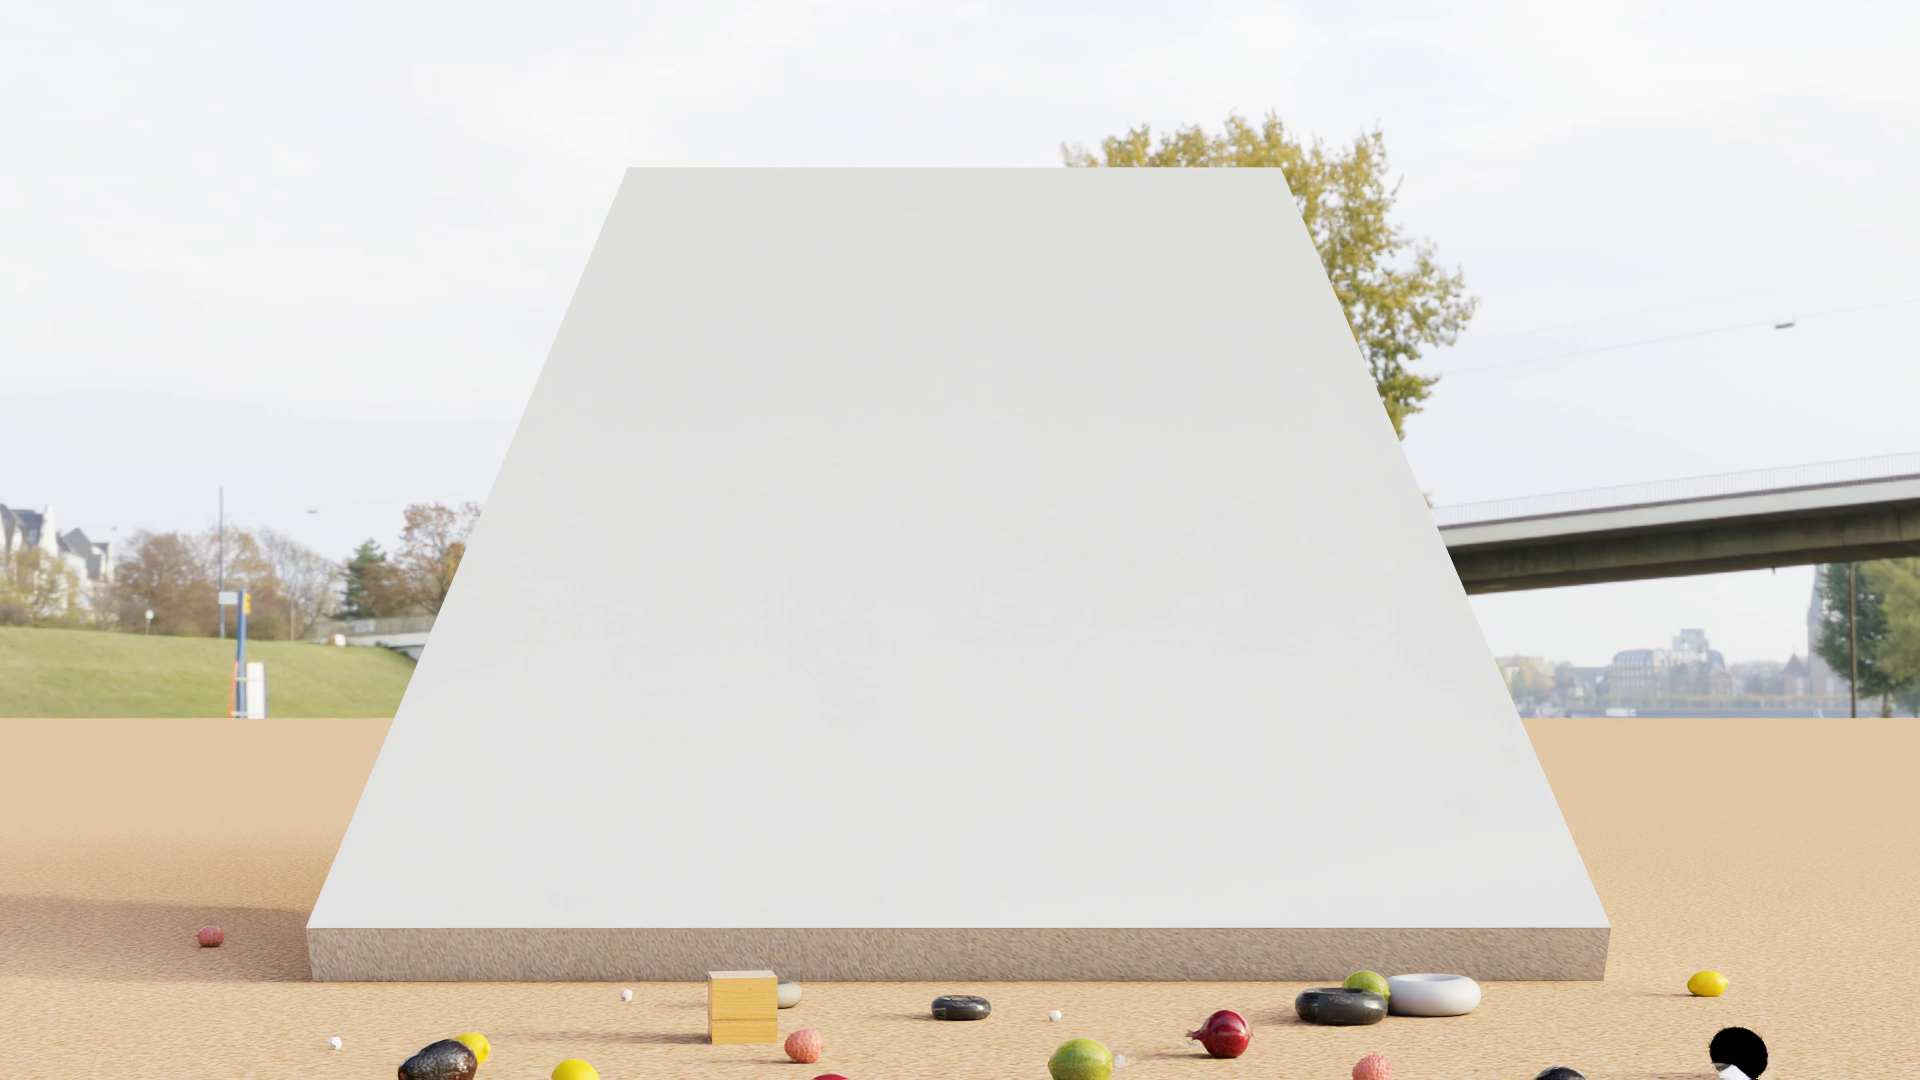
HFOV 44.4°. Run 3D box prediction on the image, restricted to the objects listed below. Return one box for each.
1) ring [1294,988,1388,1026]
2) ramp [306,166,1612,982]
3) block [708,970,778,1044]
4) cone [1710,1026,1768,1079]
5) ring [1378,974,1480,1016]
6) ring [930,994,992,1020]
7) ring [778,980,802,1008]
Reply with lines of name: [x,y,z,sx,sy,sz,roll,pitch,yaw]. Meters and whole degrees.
ring: [0.515,0.629,3.175,0.125,0.042,0.125,1,-5,0]
ramp: [-0.009,-0.229,5.426,2.000,0.100,4.000,0,26,0]
block: [-0.278,0.596,3.001,0.082,0.082,0.082,1,-4,-10]
cone: [0.888,0.600,2.697,0.065,0.065,0.065,-1,-31,7]
ring: [0.652,0.633,3.272,0.144,0.048,0.144,-1,-4,0]
ring: [0.001,0.638,3.209,0.083,0.028,0.083,1,-4,0]
ring: [-0.274,0.644,3.334,0.101,0.034,0.101,-1,-4,0]
